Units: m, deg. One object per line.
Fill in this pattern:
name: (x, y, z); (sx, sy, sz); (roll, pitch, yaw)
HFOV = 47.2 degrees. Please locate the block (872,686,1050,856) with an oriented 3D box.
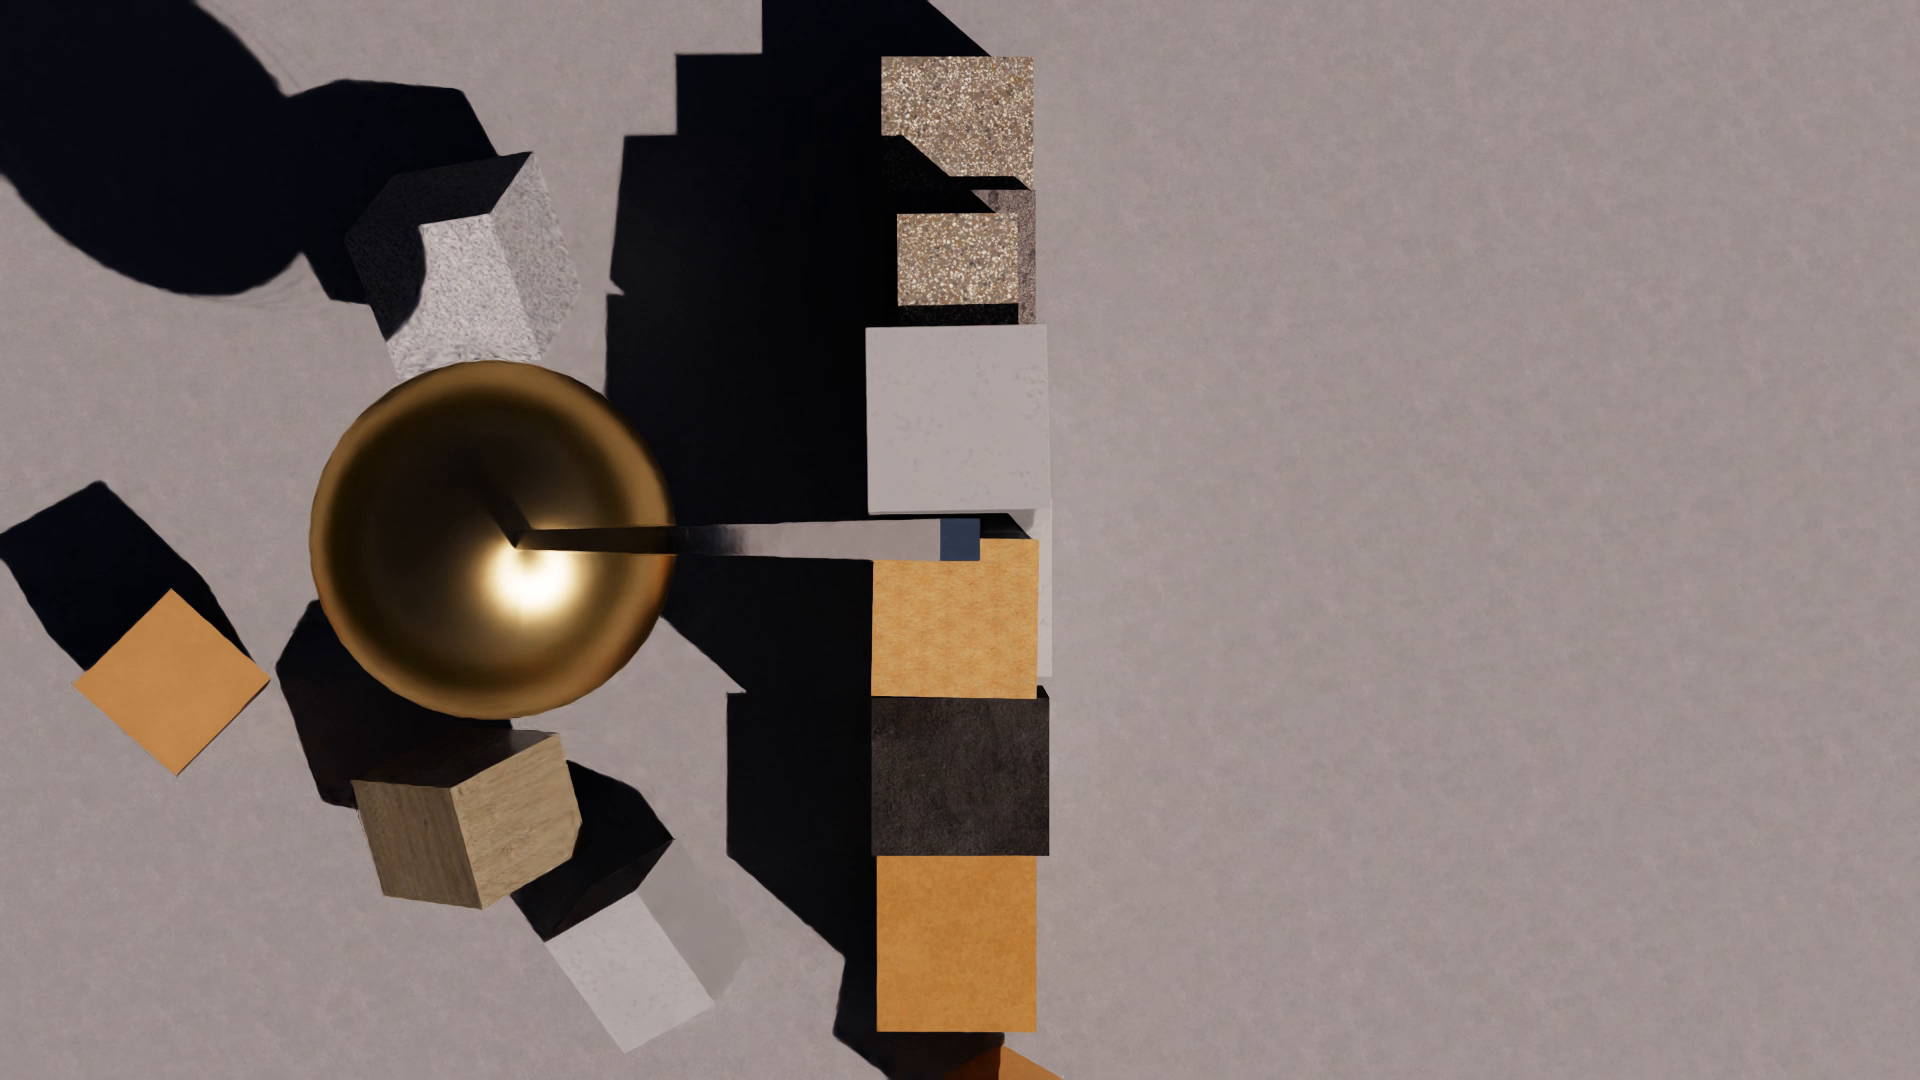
block: (0.003, 1.202, 11.639); (0.903, 0.960, 0.802); (0, 90, 0)

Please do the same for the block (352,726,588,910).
block: (-2.745, 1.540, 12.349); (0.854, 0.807, 0.706); (-1, 107, 38)

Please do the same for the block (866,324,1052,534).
block: (-0.010, -0.565, 11.637); (0.926, 0.888, 0.953); (-1, 83, 0)

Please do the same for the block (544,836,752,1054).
block: (-1.758, 2.296, 12.502); (0.663, 0.722, 0.781); (-31, 98, 19)

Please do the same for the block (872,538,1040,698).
block: (-0.024, 0.391, 11.561); (0.834, 0.959, 0.803); (1, 90, 0)

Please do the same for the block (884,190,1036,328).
block: (-0.001, -1.488, 12.506); (0.827, 0.988, 0.848); (0, 90, 0)

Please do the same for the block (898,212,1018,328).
block: (-0.011, -1.388, 11.719); (0.625, 0.586, 0.618); (-1, 90, 0)

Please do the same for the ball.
ball: (-2.060, 0.000, 9.761); (1.600, 1.600, 1.600); (0, 90, 0)

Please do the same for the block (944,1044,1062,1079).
block: (0.243, 3.288, 12.445); (0.525, 0.541, 0.499); (35, 129, -24)

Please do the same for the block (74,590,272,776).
block: (-4.445, 0.820, 12.441); (0.731, 0.706, 0.726); (44, 72, -9)

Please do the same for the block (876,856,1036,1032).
block: (-0.018, 2.189, 12.461); (0.864, 1.077, 0.959); (0, 90, 0)

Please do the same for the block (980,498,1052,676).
block: (0.019, 0.261, 12.520); (0.970, 0.960, 0.976); (0, 90, 0)

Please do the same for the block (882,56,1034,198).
block: (-0.014, -2.294, 12.571); (0.839, 0.859, 0.749); (0, 90, 0)

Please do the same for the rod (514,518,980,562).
rod: (-0.893, 0.000, 6.568); (0.080, 5.200, 0.080); (0, 90, -20)

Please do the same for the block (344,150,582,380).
block: (-2.763, -1.540, 12.332); (0.855, 0.839, 0.886); (-7, 122, 12)
